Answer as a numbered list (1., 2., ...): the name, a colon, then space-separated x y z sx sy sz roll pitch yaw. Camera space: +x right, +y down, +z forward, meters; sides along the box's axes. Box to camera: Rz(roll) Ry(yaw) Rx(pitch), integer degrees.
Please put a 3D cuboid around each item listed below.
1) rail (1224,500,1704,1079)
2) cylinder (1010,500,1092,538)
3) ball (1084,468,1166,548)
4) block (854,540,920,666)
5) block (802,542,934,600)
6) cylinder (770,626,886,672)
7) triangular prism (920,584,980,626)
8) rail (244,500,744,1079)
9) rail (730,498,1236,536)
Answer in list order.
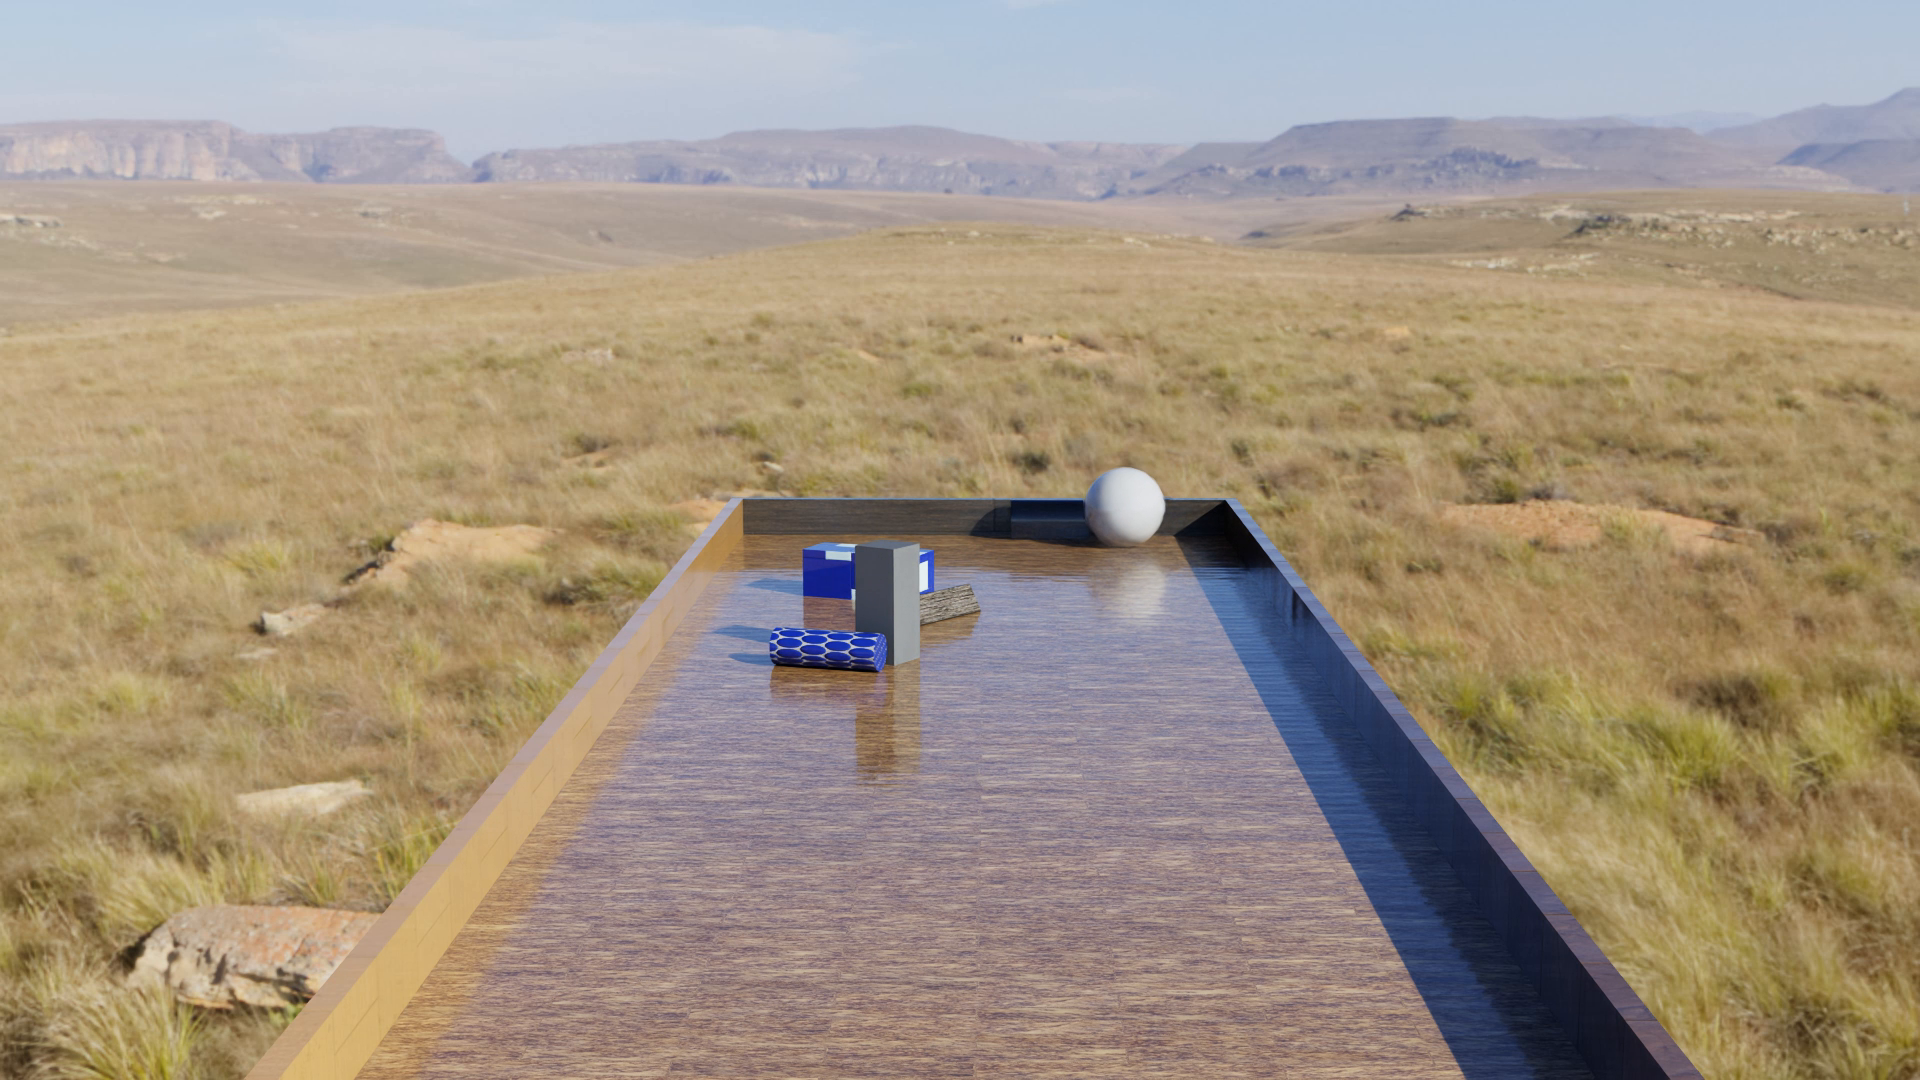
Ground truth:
1. rail: 1.046 0.843 3.208 0.050 0.150 12.000 0 9 1
2. cylinder: 0.374 -0.086 9.037 0.329 0.161 0.161 0 9 1
3. ball: 0.660 -0.131 8.810 0.321 0.321 0.321 0 9 0
4. block: -0.220 0.188 6.687 0.141 0.355 0.141 6 11 32
5. block: -0.322 0.116 7.744 0.432 0.167 0.167 4 10 23
6. cylinder: -0.395 0.327 6.588 0.333 0.113 0.113 3 9 18
7. triangular prism: -0.073 0.213 7.369 0.102 0.089 0.337 7 12 37
8. rail: -1.004 0.839 3.234 0.050 0.150 12.000 0 9 1
9. rail: 0.099 -0.098 9.147 2.100 0.150 0.050 0 9 1
